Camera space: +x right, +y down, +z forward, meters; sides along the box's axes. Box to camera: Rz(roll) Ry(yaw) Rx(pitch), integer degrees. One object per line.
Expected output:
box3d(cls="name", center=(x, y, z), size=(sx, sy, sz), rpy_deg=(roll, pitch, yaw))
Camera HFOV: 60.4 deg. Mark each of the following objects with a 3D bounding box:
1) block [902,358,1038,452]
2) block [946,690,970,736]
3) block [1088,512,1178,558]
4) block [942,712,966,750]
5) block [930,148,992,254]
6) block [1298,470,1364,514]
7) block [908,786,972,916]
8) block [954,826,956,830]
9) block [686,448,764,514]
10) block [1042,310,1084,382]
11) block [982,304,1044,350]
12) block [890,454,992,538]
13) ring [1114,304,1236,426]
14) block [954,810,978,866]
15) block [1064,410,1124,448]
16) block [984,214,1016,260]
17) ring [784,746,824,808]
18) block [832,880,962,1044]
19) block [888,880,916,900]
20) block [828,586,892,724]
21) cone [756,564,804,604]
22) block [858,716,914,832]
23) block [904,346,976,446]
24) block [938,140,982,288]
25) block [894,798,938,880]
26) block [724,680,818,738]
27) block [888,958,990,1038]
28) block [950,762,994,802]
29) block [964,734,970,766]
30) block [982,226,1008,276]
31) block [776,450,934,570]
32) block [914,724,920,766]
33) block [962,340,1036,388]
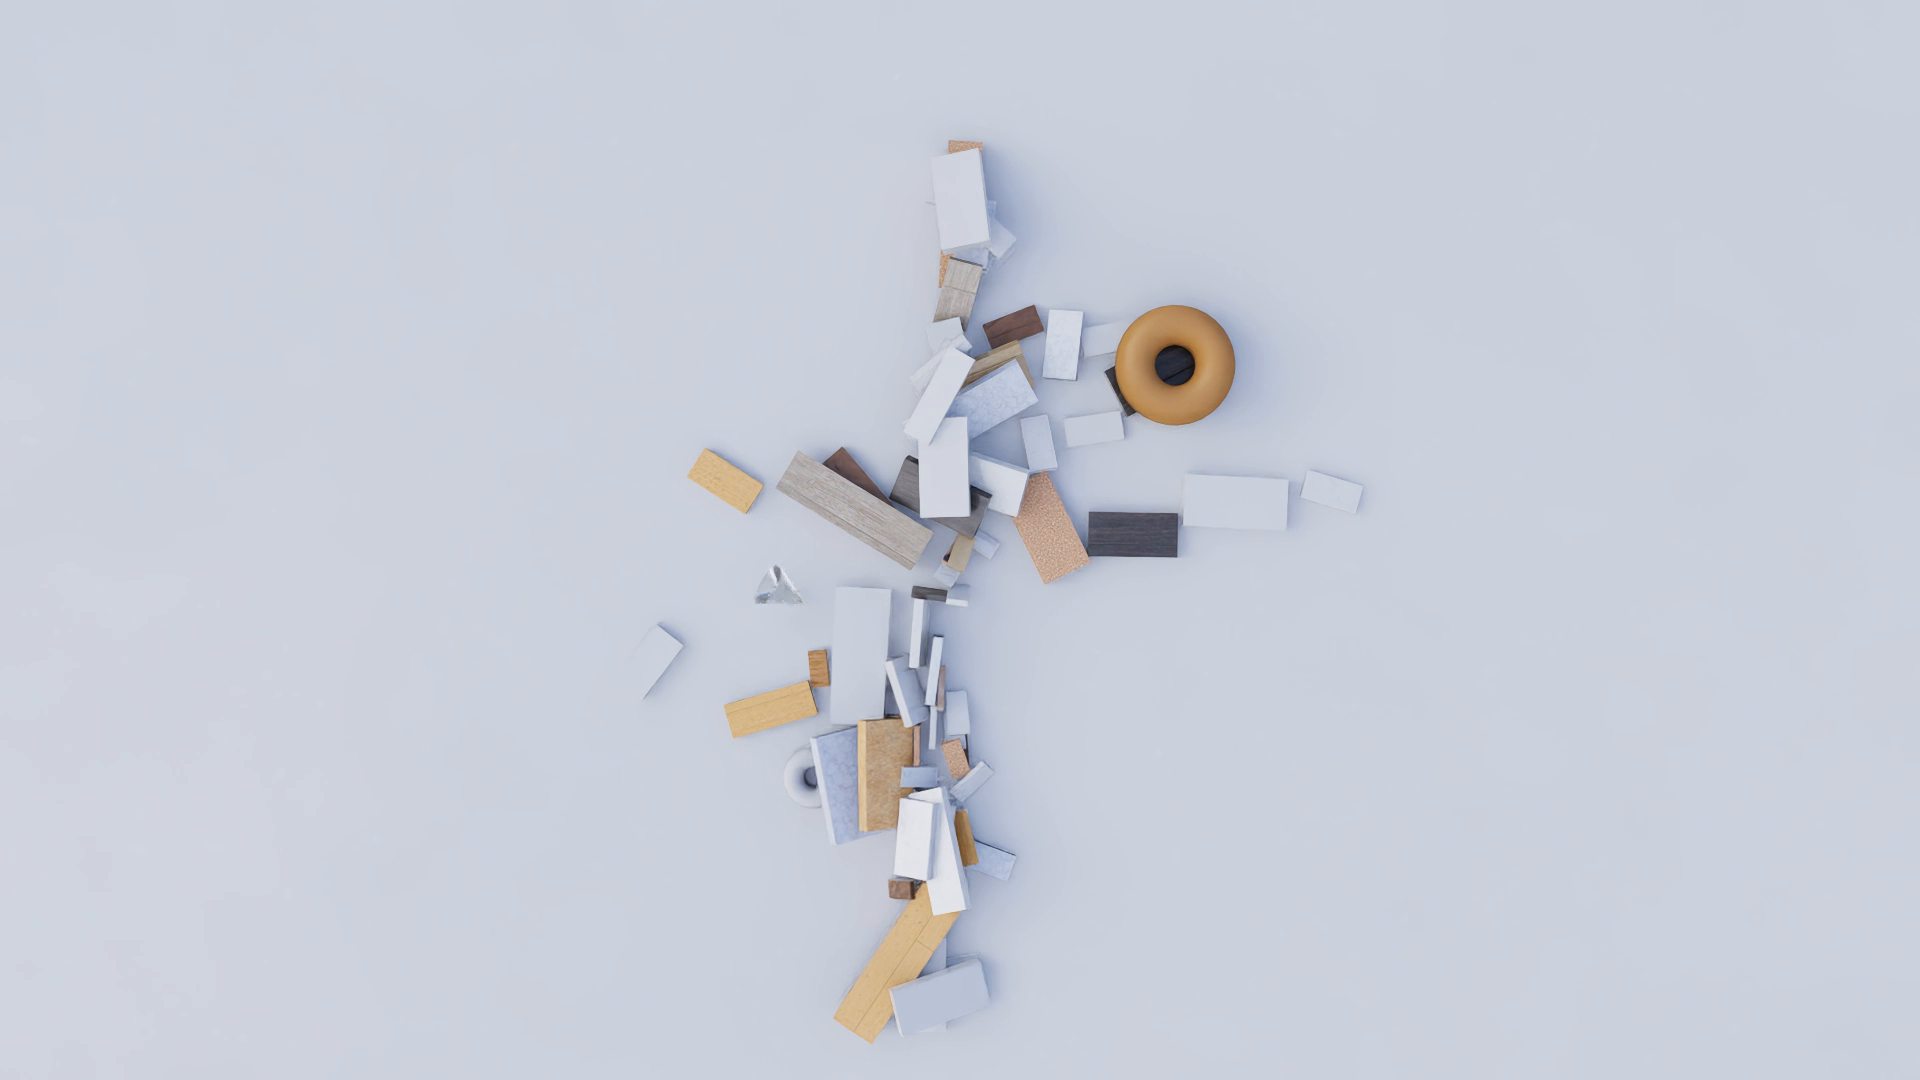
box3d(cls="block", center=(0.033, -0.422, 5.432), size=(0.430, 0.044, 0.155), rpy_deg=(-29, 118, 3))
box3d(cls="block", center=(-0.008, 0.574, 5.470), size=(0.071, 0.020, 0.142), rpy_deg=(-5, 77, 0))
box3d(cls="block", center=(0.573, -0.018, 5.479), size=(0.295, 0.042, 0.148), rpy_deg=(1, 90, 0))
box3d(cls="block", center=(-0.018, 0.632, 5.476), size=(0.065, 0.018, 0.130), rpy_deg=(-7, 77, -1))
box3d(cls="block", center=(0.005, -1.103, 5.375), size=(0.160, 0.045, 0.326), rpy_deg=(-10, 76, 12))
box3d(cls="block", center=(1.234, -0.160, 5.487), size=(0.190, 0.027, 0.095), rpy_deg=(16, 90, 0))
box3d(cls="block", center=(-0.066, 1.014, 5.385), size=(0.125, 0.035, 0.398), rpy_deg=(-17, 80, 28))
box3d(cls="block", center=(-0.067, 1.031, 5.463), size=(0.089, 0.025, 0.177), rpy_deg=(7, 93, 30))
box3d(cls="block", center=(-0.779, -0.195, 5.484), size=(0.230, 0.033, 0.115), rpy_deg=(33, 90, 0))
box3d(cls="block", center=(0.344, -0.646, 5.469), size=(0.113, 0.032, 0.226), rpy_deg=(6, 90, 16))
box3d(cls="block", center=(0.177, -0.705, 5.487), size=(0.185, 0.026, 0.093), rpy_deg=(-22, 90, 0))
box3d(cls="block", center=(-0.064, -0.142, 5.431), size=(0.310, 0.044, 0.155), rpy_deg=(26, 114, 6))
box3d(cls="ring", center=(0.703, -0.571, 5.388), size=(0.394, 0.131, 0.394), rpy_deg=(0, 91, 0))
box3d(cls="block", center=(-0.002, 0.991, 5.456), size=(0.089, 0.025, 0.177), rpy_deg=(-18, 81, 29))
box3d(cls="block", center=(0.444, -0.368, 5.487), size=(0.190, 0.027, 0.095), rpy_deg=(-8, 90, 0))
box3d(cls="block", center=(0.090, -1.010, 5.399), size=(0.175, 0.025, 0.087), rpy_deg=(41, 90, 0))
box3d(cls="ring", center=(-0.482, 0.786, 5.466), size=(0.208, 0.069, 0.208), rpy_deg=(0, 89, -2))
box3d(cls="block", center=(-0.203, 1.389, 5.434), size=(0.155, 0.044, 0.541), rpy_deg=(34, 90, 0))
box3d(cls="block", center=(-0.193, 1.154, 5.445), size=(0.017, 0.121, 0.061), rpy_deg=(-1, 84, -38))
box3d(cls="block", center=(-0.331, 0.384, 5.475), size=(0.179, 0.051, 0.453), rpy_deg=(4, 90, 0))
box3d(cls="cone", center=(-0.574, 0.180, 5.467), size=(0.146, 0.146, 0.146), rpy_deg=(30, 90, -27))
box3d(cls="block", center=(-0.244, 0.768, 5.427), size=(0.179, 0.051, 0.358), rpy_deg=(-1, 91, -34))
box3d(cls="block", center=(-0.066, -0.464, 5.319), size=(0.093, 0.026, 0.314), rpy_deg=(30, 94, 6))
box3d(cls="block", center=(0.002, -1.075, 5.459), size=(0.113, 0.032, 0.485), rpy_deg=(4, 90, 0))
box3d(cls="block", center=(-0.143, 0.976, 5.390), size=(0.125, 0.035, 0.250), rpy_deg=(5, 91, 30))
box3d(cls="block", center=(-0.628, 0.563, 5.484), size=(0.291, 0.033, 0.115), rpy_deg=(-17, 90, 0))
box3d(cls="block", center=(-0.067, 1.502, 5.421), size=(0.310, 0.044, 0.155), rpy_deg=(-15, 99, -18))
box3d(cls="block", center=(0.039, 0.802, 5.471), size=(0.146, 0.019, 0.066), rpy_deg=(-44, 133, 0))
box3d(cls="block", center=(-0.004, 0.712, 5.491), size=(0.065, 0.018, 0.130), rpy_deg=(-4, 90, 0))
box3d(cls="block", center=(0.081, -0.978, 5.488), size=(0.087, 0.025, 0.175), rpy_deg=(26, 90, 0))
box3d(cls="block", center=(-0.346, -0.097, 5.437), size=(0.522, 0.042, 0.148), rpy_deg=(31, 90, 0))
box3d(cls="block", center=(-0.143, 0.678, 5.467), size=(0.019, 0.066, 0.131), rpy_deg=(1, 90, 0))
box3d(cls="block", center=(0.071, -0.523, 5.445), size=(0.320, 0.045, 0.160), rpy_deg=(-23, 115, 0))
